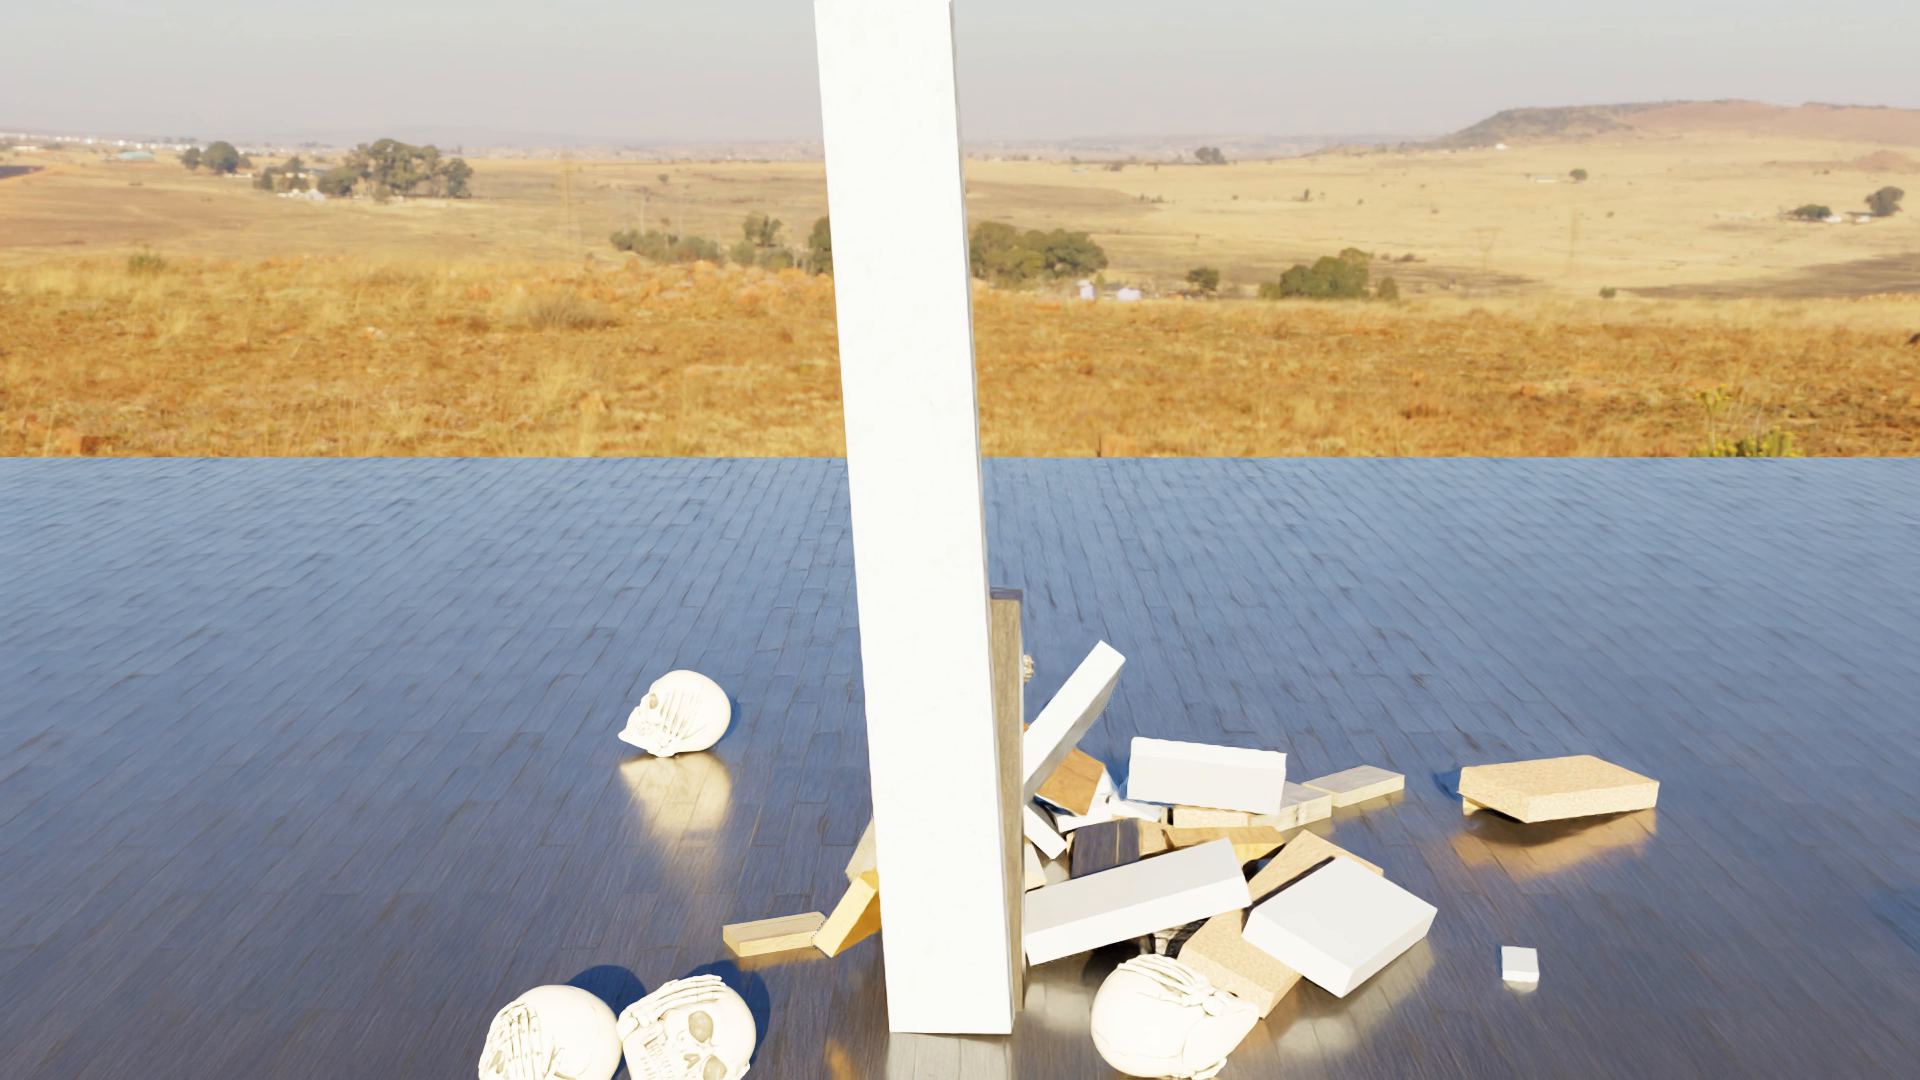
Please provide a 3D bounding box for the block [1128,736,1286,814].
[{"bbox_3d":[0.425,0.408,3.803,0.263,0.130,0.037,6,48,6],"label":"block"}]

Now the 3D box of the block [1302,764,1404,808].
[{"bbox_3d":[0.757,0.472,4.229,0.188,0.027,0.094,-9,14,-39],"label":"block"}]

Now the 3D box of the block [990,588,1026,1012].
[{"bbox_3d":[0.003,0.372,3.114,0.172,0.629,0.049,1,18,7],"label":"block"}]

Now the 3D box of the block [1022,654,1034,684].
[{"bbox_3d":[0.029,0.261,3.747,0.118,0.034,0.237,4,-31,-19],"label":"block"}]

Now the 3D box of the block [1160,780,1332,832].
[{"bbox_3d":[0.528,0.499,4.043,0.297,0.042,0.148,-9,14,-39],"label":"block"}]

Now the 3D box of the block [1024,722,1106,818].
[{"bbox_3d":[0.072,0.332,3.534,0.422,0.095,0.027,30,-13,-38],"label":"block"}]

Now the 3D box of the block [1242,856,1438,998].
[{"bbox_3d":[0.585,0.586,3.365,0.172,0.049,0.345,29,21,26],"label":"block"}]

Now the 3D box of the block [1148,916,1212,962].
[{"bbox_3d":[0.363,0.604,3.491,0.132,0.037,0.264,0,11,-1],"label":"block"}]

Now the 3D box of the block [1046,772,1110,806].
[{"bbox_3d":[0.194,0.447,4.148,0.112,0.032,0.225,-13,10,-12],"label":"block"}]

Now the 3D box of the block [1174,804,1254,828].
[{"bbox_3d":[0.469,0.470,3.982,0.130,0.037,0.260,2,11,13],"label":"block"}]

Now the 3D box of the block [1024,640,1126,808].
[{"bbox_3d":[0.130,0.329,3.460,0.049,0.172,0.344,35,61,13],"label":"block"}]

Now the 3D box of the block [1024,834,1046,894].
[{"bbox_3d":[0.064,0.526,3.757,0.132,0.037,0.264,27,7,-10],"label":"block"}]

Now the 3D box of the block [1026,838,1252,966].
[{"bbox_3d":[0.265,0.555,3.389,0.345,0.049,0.172,-16,11,2],"label":"block"}]

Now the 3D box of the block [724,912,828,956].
[{"bbox_3d":[-0.282,0.618,3.453,0.161,0.023,0.081,-5,12,-24],"label":"block"}]

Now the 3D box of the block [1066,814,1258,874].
[{"bbox_3d":[0.352,0.539,3.827,0.297,0.042,0.148,7,13,33],"label":"block"}]

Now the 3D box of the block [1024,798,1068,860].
[{"bbox_3d":[0.108,0.477,3.948,0.037,0.132,0.264,-46,14,1],"label":"block"}]

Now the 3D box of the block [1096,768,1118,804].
[{"bbox_3d":[0.234,0.472,4.216,0.113,0.032,0.225,-1,11,-7],"label":"block"}]

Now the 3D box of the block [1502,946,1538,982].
[{"bbox_3d":[0.850,0.644,3.340,0.051,0.014,0.102,2,11,12],"label":"block"}]

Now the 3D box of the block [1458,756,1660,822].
[{"bbox_3d":[1.120,0.463,4.112,0.344,0.049,0.172,-1,13,-33],"label":"block"}]

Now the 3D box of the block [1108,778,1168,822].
[{"bbox_3d":[0.352,0.477,4.119,0.094,0.027,0.270,24,16,12],"label":"block"}]

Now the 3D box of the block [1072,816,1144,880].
[{"bbox_3d":[0.242,0.554,3.617,0.113,0.032,0.385,-11,14,8],"label":"block"}]

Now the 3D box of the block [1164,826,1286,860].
[{"bbox_3d":[0.451,0.518,3.755,0.189,0.027,0.095,-1,11,-4],"label":"block"}]

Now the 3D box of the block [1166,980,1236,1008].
[{"bbox_3d":[0.356,0.666,3.221,0.102,0.014,0.051,2,11,11],"label":"block"}]

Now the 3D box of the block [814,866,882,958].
[{"bbox_3d":[-0.126,0.544,3.324,0.035,0.125,0.249,37,14,14],"label":"block"}]

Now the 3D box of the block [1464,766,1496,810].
[{"bbox_3d":[1.015,0.476,4.212,0.094,0.027,0.188,3,11,14],"label":"block"}]

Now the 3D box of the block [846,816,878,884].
[{"bbox_3d":[-0.088,0.468,3.568,0.116,0.033,0.231,-3,35,26],"label":"block"}]

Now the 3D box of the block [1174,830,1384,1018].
[{"bbox_3d":[0.509,0.587,3.433,0.149,0.042,0.598,26,20,20],"label":"block"}]

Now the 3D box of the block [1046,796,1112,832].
[{"bbox_3d":[0.213,0.492,3.968,0.095,0.027,0.189,-13,0,-4],"label":"block"}]

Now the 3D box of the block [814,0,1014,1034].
[{"bbox_3d":[-0.061,-0.121,2.928,0.172,1.662,0.049,-1,13,9],"label":"block"}]
